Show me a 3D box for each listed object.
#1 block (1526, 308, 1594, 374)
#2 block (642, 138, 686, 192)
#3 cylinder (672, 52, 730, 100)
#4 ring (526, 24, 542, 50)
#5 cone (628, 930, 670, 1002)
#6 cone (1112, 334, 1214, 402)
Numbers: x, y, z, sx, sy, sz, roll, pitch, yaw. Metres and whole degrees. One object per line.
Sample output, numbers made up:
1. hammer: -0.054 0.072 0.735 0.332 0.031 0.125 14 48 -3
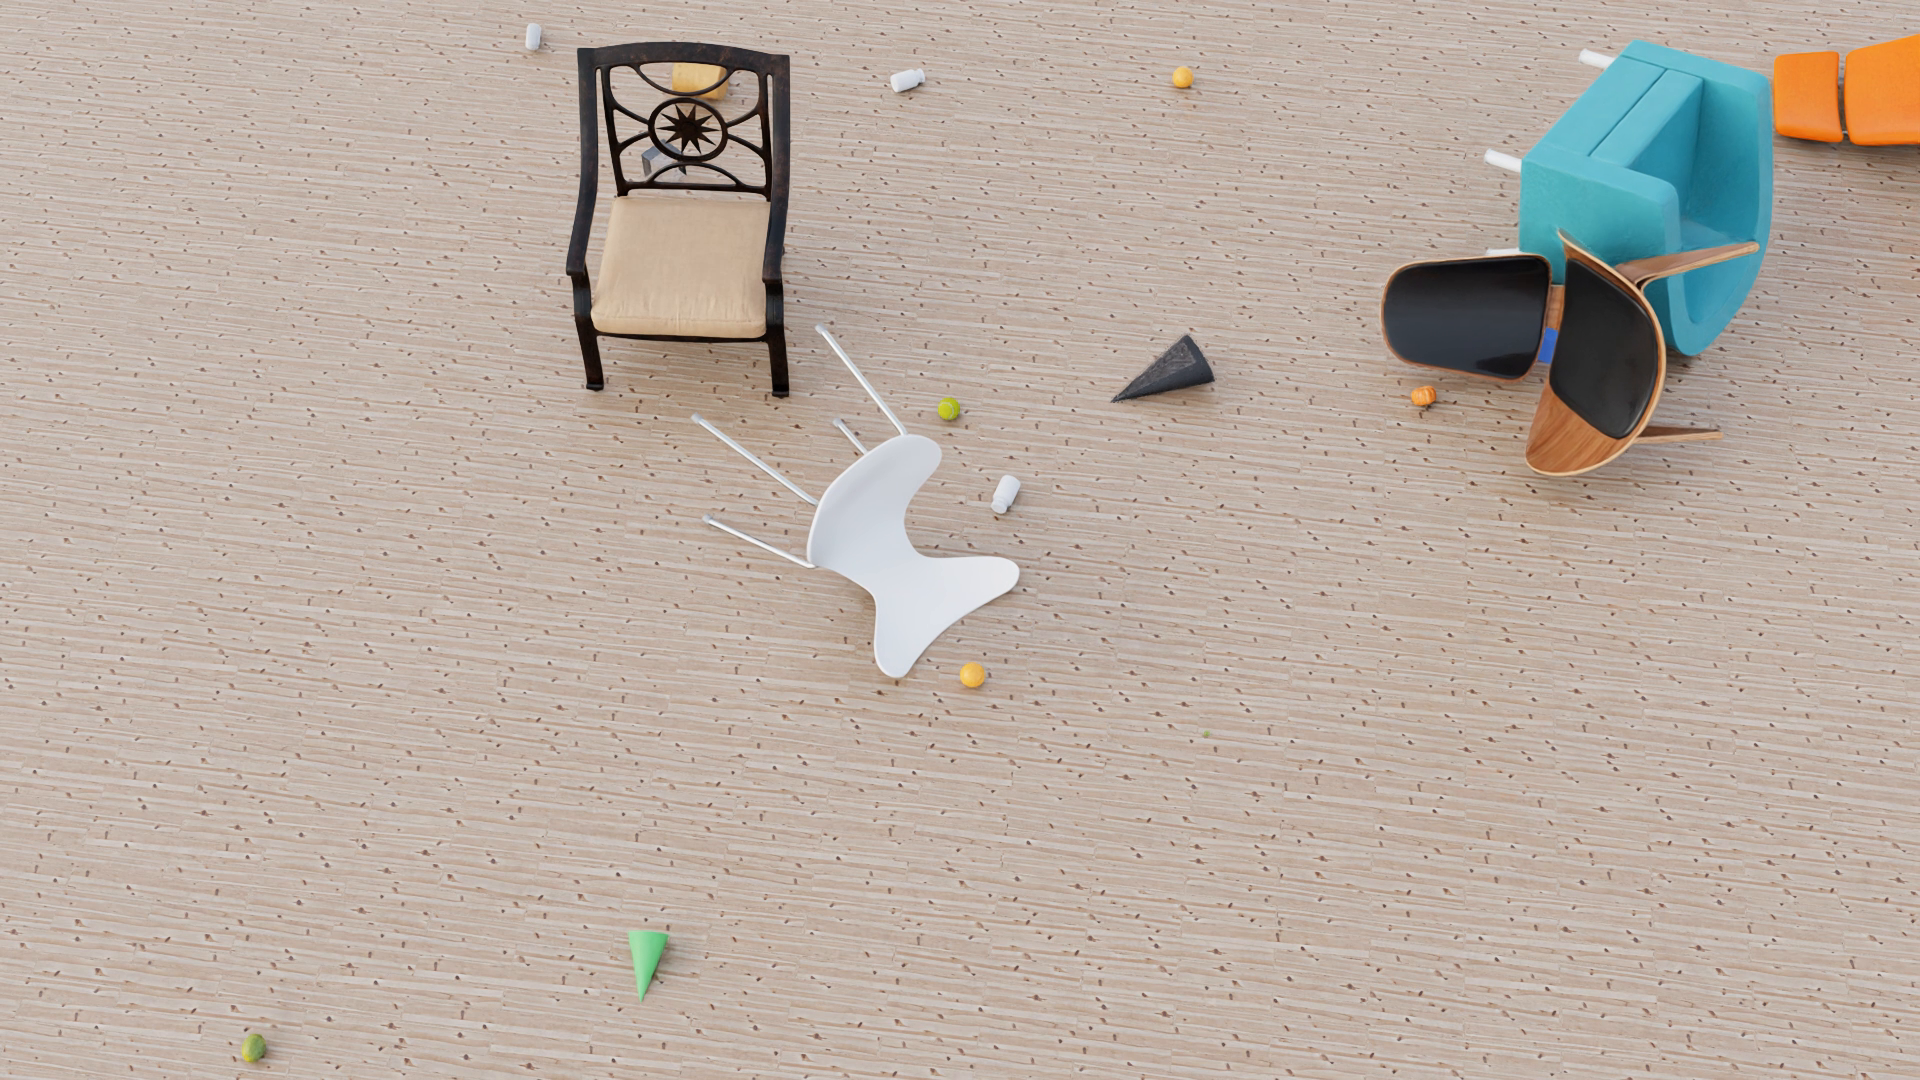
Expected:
1. block: 1.894 -0.629 6.933 0.157 0.105 0.123 24 60 16
2. block: -0.989 -1.252 7.348 0.097 0.110 0.101 38 64 22
3. cylinder: -0.889 -1.596 7.561 0.161 0.138 0.151 11 40 7
4. ring: -1.498 -1.767 7.720 0.048 0.068 0.133 6 45 -13
5. cone: -0.830 1.128 5.788 0.112 0.098 0.181 -4 70 23
6. cone: 0.607 -0.499 6.867 0.317 0.129 0.217 -26 42 -2
